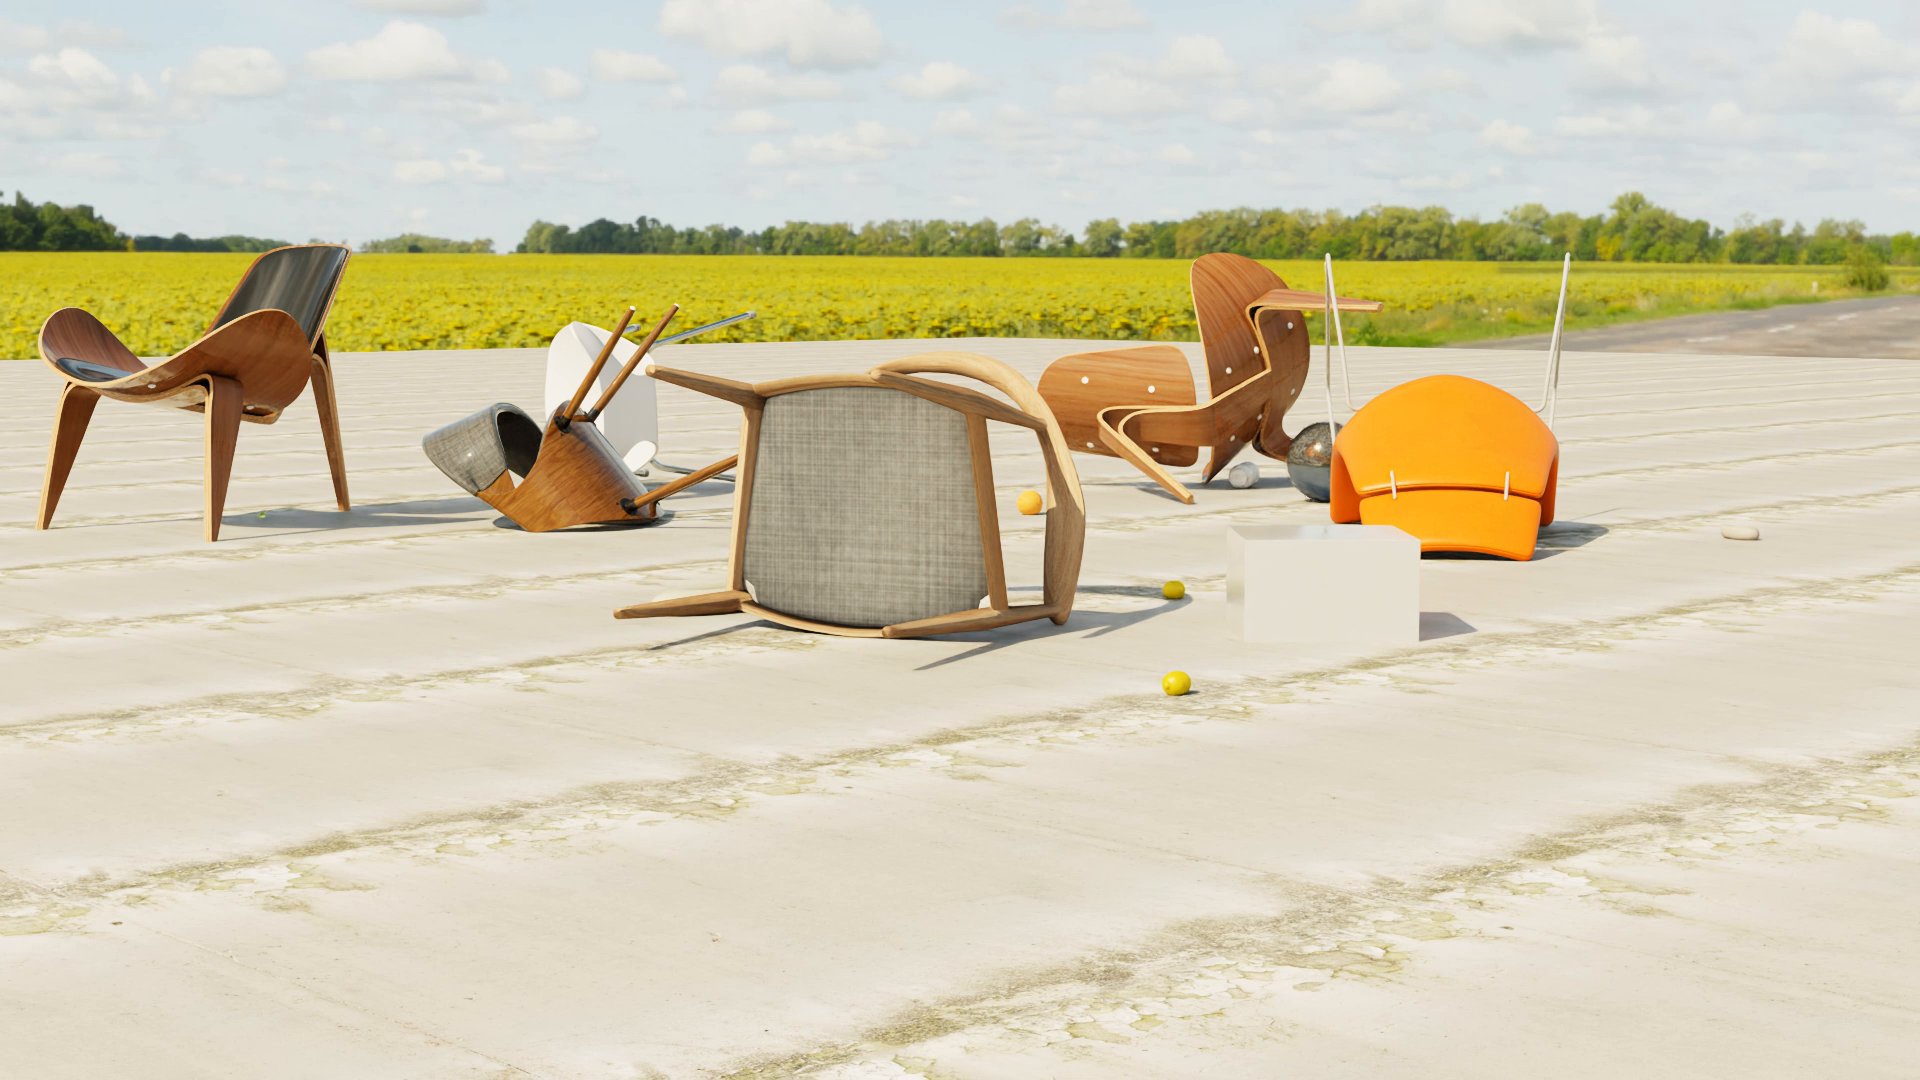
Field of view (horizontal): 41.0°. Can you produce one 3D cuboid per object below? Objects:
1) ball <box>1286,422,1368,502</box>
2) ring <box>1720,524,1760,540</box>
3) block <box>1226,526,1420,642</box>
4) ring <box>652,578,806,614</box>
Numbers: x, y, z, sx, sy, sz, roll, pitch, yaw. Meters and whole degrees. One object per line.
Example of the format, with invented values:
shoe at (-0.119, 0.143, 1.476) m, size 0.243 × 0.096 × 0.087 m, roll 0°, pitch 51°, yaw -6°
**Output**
ball at (1.071, -0.229, 7.480) m, size 0.236 × 0.236 × 0.236 m, roll 0°, pitch 6°, yaw 0°
ring at (1.958, -0.018, 6.438) m, size 0.067 × 0.032 × 0.111 m, roll -2°, pitch 7°, yaw -31°
block at (0.668, 0.078, 4.752) m, size 0.315 × 0.185 × 0.275 m, roll 0°, pitch 6°, yaw -1°
ring at (-0.457, 0.111, 5.104) m, size 0.168 × 0.048 × 0.387 m, roll 4°, pitch 7°, yaw 42°
